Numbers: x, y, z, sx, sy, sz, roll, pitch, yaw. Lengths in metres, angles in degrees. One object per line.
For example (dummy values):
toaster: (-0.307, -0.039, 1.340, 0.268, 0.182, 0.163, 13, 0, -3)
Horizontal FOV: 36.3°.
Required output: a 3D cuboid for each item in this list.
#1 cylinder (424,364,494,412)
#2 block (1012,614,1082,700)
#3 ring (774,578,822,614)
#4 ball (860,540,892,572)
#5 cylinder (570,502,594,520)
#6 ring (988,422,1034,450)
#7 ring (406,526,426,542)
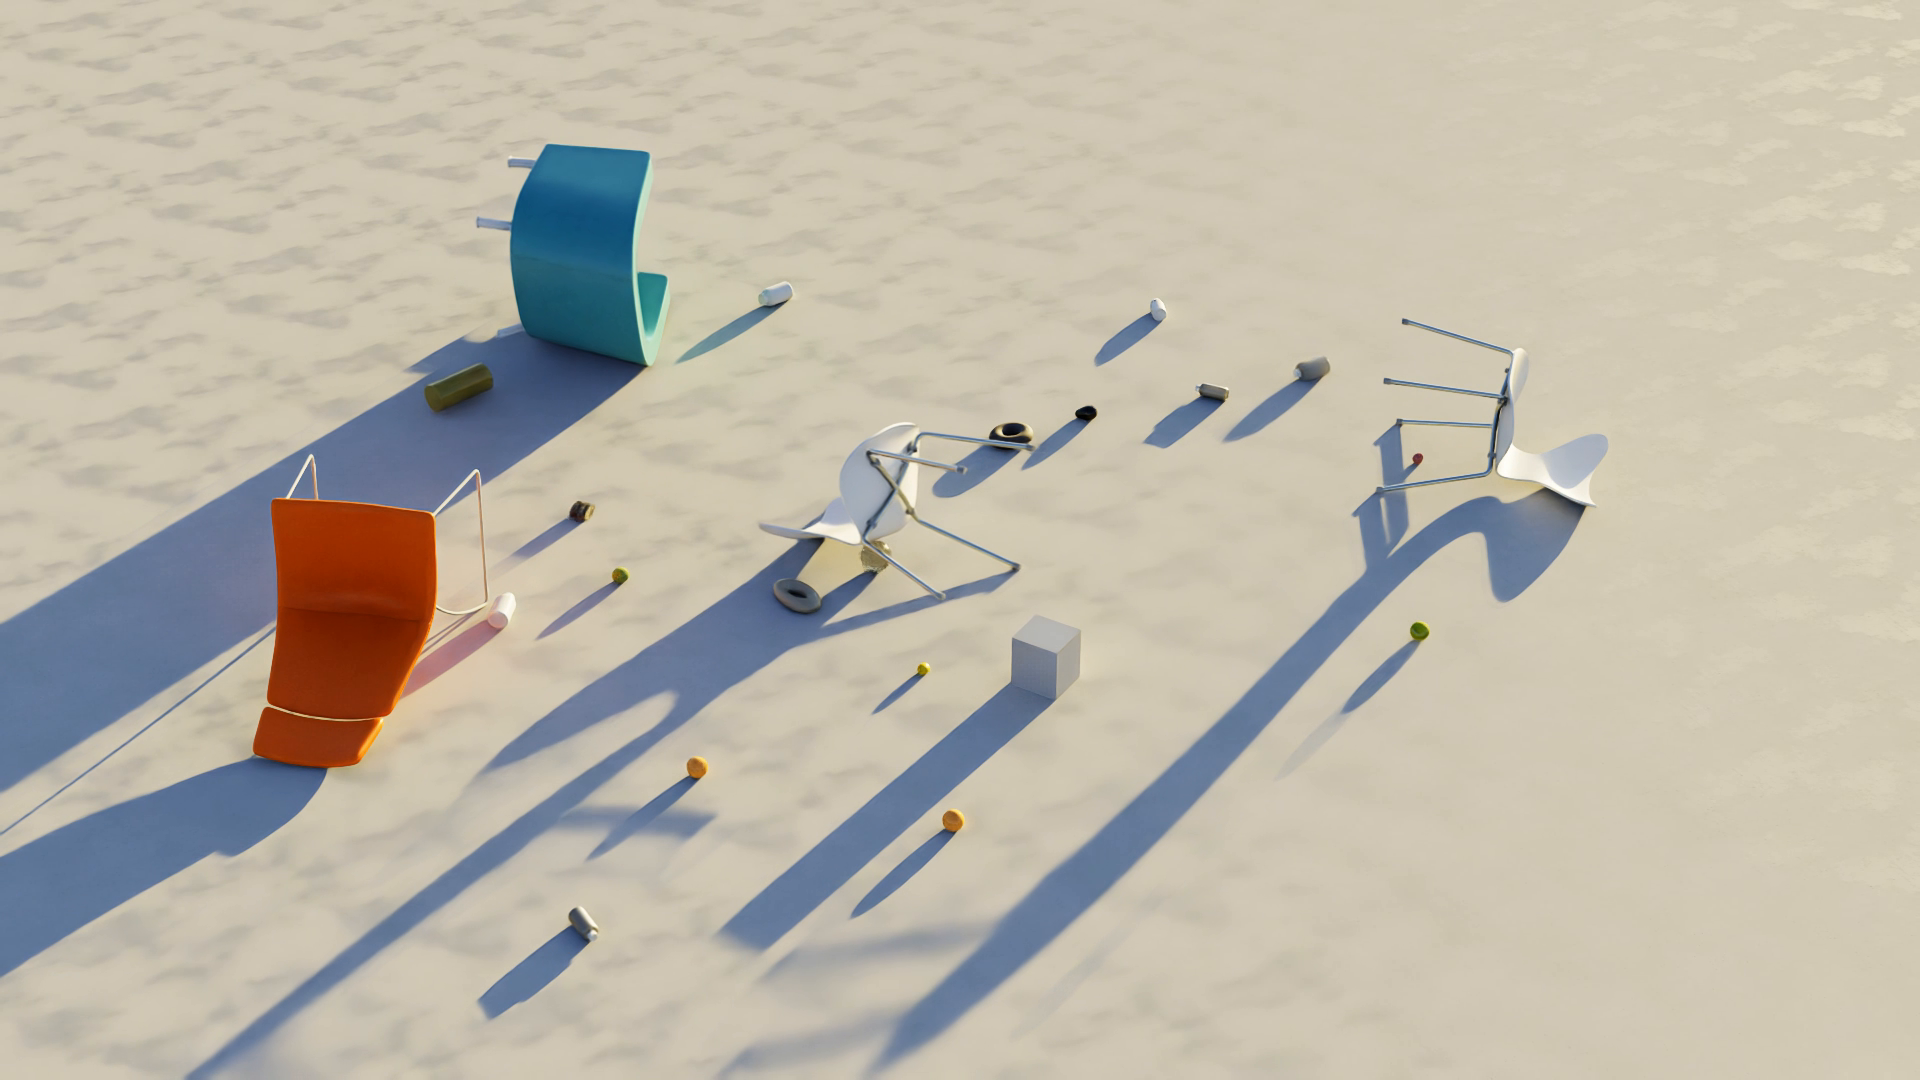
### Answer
cylinder: (-2.011, -0.612, 11.769, 0.113, 0.116, 0.256, 24, 39, 39)
block: (0.298, 0.406, 10.148, 0.180, 0.199, 0.165, 19, 38, 26)
ring: (-0.587, 0.202, 10.591, 0.131, 0.052, 0.226, -25, 42, -35)
ball: (-0.308, 0.060, 10.747, 0.116, 0.116, 0.116, 0, 33, 0)
cylinder: (-1.428, -0.110, 11.073, 0.066, 0.042, 0.081, 13, 42, 19)
ring: (0.201, -0.409, 11.516, 0.184, 0.055, 0.155, -20, 37, -26)
ring: (-2.035, -0.025, 10.962, 0.060, 0.022, 0.106, 16, 37, 21)
